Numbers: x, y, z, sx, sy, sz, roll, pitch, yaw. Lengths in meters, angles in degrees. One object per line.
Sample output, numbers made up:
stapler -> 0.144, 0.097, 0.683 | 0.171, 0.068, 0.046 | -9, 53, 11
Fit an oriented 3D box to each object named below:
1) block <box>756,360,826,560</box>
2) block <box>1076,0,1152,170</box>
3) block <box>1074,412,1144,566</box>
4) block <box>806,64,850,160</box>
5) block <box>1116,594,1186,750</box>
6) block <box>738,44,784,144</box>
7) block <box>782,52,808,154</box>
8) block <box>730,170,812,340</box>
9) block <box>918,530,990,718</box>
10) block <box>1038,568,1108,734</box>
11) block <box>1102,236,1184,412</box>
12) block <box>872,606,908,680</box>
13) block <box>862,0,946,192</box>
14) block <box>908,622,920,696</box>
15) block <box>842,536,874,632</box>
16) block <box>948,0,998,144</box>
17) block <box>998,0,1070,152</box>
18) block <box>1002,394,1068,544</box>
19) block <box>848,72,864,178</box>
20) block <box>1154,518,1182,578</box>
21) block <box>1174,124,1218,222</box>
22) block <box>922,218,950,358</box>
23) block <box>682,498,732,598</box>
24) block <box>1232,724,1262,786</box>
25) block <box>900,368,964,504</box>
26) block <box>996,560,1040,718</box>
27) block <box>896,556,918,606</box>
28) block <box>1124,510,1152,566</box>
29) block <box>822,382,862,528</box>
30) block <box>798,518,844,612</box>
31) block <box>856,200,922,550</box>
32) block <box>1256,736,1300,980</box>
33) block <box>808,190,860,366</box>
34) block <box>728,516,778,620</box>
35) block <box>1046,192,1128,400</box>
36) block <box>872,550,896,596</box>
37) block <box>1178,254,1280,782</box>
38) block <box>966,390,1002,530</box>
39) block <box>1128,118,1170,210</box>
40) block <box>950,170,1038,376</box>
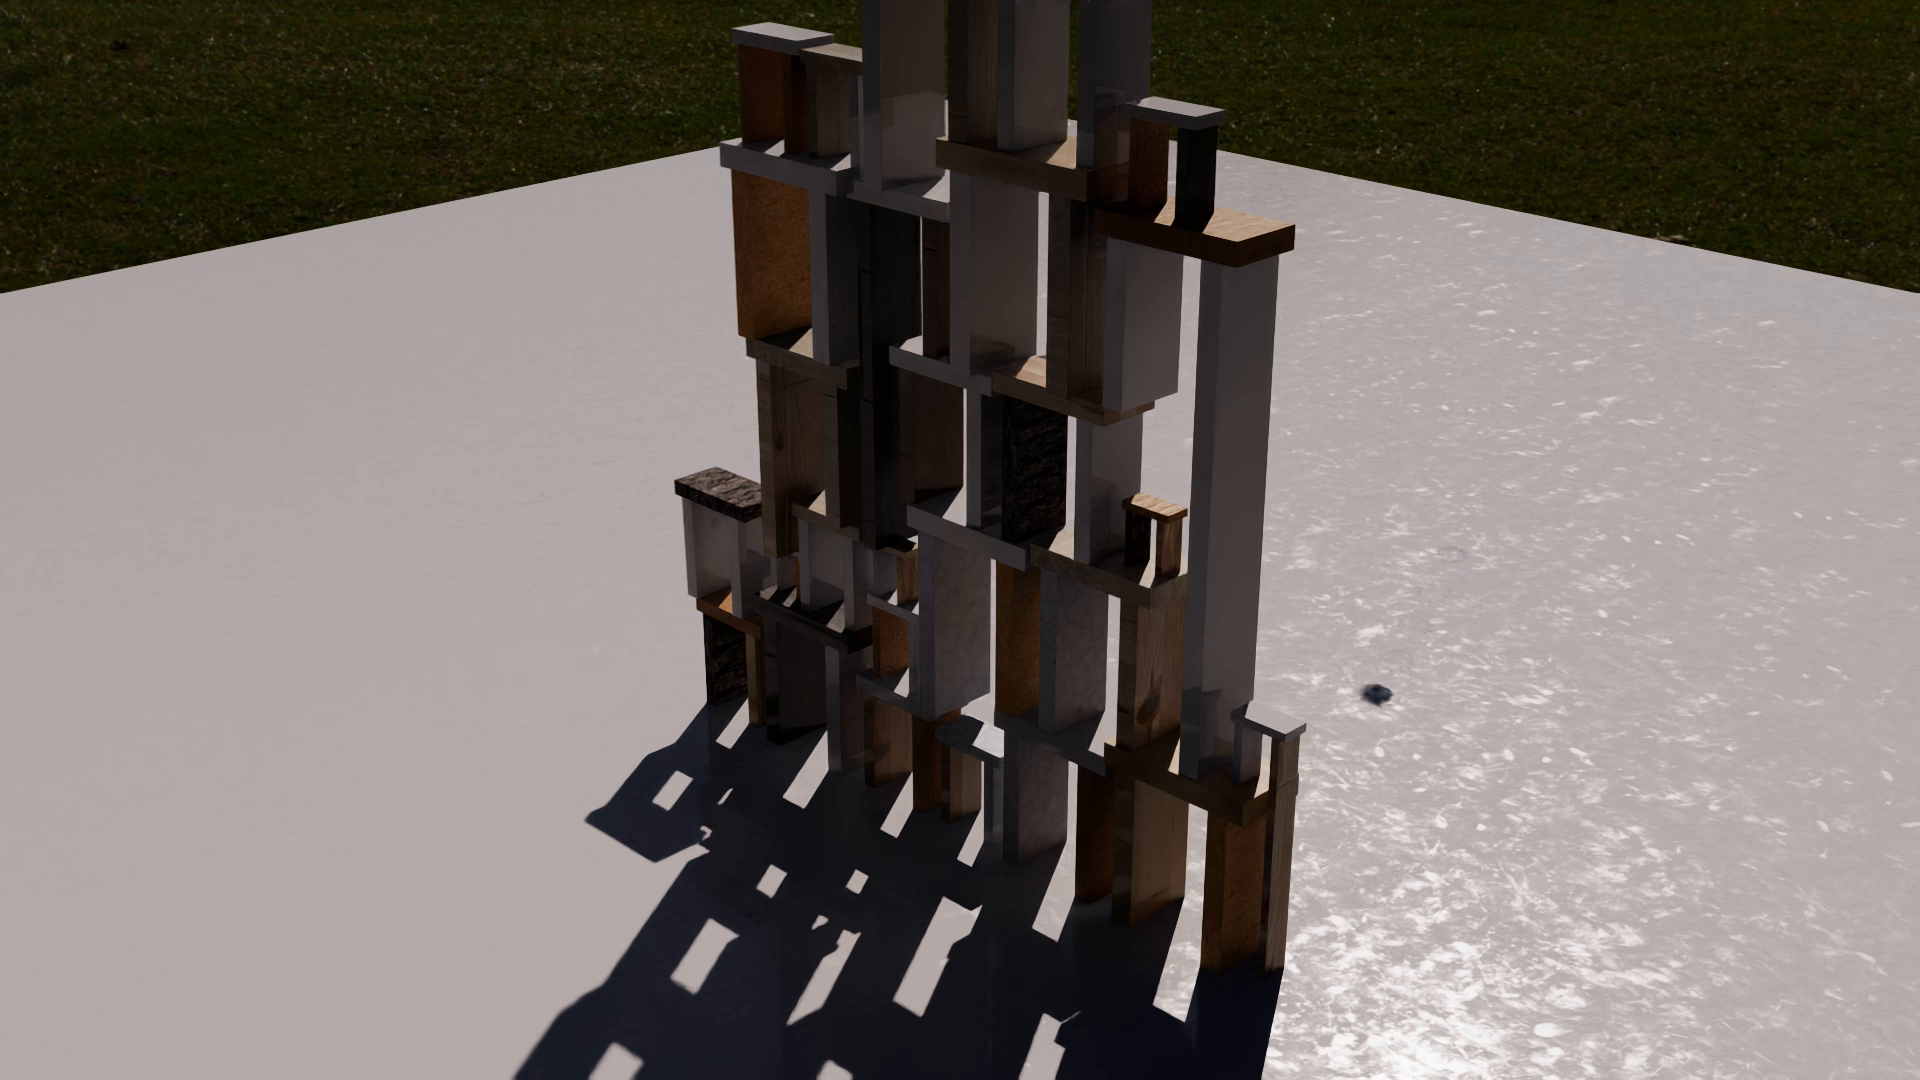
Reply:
block -> -0.341, -0.182, 4.514 | 0.042, 0.423, 0.149 | 21, 31, 40
block -> 0.254, -0.757, 3.620 | 0.039, 0.272, 0.136 | 21, 31, 40
block -> 0.262, -0.101, 3.892 | 0.038, 0.267, 0.134 | 21, 31, 41
block -> -0.245, -0.811, 4.137 | 0.025, 0.176, 0.088 | 21, 31, 40
block -> 0.346, 0.221, 3.946 | 0.041, 0.286, 0.143 | 21, 31, 41
block -> -0.381, -0.871, 4.259 | 0.027, 0.189, 0.094 | 21, 31, 40
block -> -0.292, -0.836, 4.177 | 0.027, 0.189, 0.095 | 21, 31, 40
block -> -0.368, -0.582, 4.375 | 0.048, 0.338, 0.169 | 21, 31, 40
block -> -0.010, 0.143, 4.297 | 0.044, 0.387, 0.155 | 21, 31, 41
block -> 0.211, 0.186, 4.078 | 0.041, 0.325, 0.143 | 21, 31, 41
block -> 0.311, -0.379, 3.726 | 0.042, 0.299, 0.149 | 22, 31, 40
block -> -0.141, 0.196, 4.465 | 0.079, 0.158, 0.022 | -21, 31, -41
block -> -0.101, -0.863, 3.959 | 0.046, 0.442, 0.161 | 21, 31, 40
block -> -0.066, 0.225, 4.397 | 0.022, 0.157, 0.079 | 21, 31, 41
block -> -0.188, 0.075, 4.462 | 0.102, 0.203, 0.029 | -21, 31, -41
block -> 0.052, -0.860, 3.797 | 0.046, 0.322, 0.161 | 21, 31, 40
block -> 0.125, -0.807, 3.738 | 0.039, 0.272, 0.136 | 21, 31, 40
block -> 0.136, -0.145, 4.010 | 0.038, 0.280, 0.134 | 21, 31, 40
block -> -0.163, -0.772, 4.065 | 0.025, 0.192, 0.088 | 21, 31, 40
block -> 0.365, 0.009, 3.839 | 0.015, 0.105, 0.053 | 21, 31, 41
block -> 0.382, -0.598, 3.557 | 0.021, 0.150, 0.075 | 21, 31, 41
block -> -0.010, -0.475, 4.038 | 0.037, 0.260, 0.130 | 21, 31, 40
block -> -0.547, 0.002, 4.822 | 0.033, 0.231, 0.116 | 20, 30, 41
block -> 0.501, 0.362, 3.827 | 0.059, 0.118, 0.017 | -21, 31, -41
block -> -0.053, -0.214, 4.191 | 0.038, 0.266, 0.133 | 21, 31, 41
block -> 0.136, 0.165, 4.148 | 0.044, 0.310, 0.155 | 21, 31, 40
block -> -0.102, 0.074, 4.363 | 0.015, 0.103, 0.051 | 21, 31, 41
block -> 0.315, -0.010, 3.885 | 0.015, 0.105, 0.053 | 21, 31, 40
block -> -0.200, -0.185, 4.361 | 0.042, 0.298, 0.149 | 21, 31, 41
block -> -0.284, 0.038, 4.551 | 0.029, 0.203, 0.102 | 21, 31, 41
block -> -0.133, -0.322, 4.236 | 0.037, 0.697, 0.130 | 21, 31, 40
block -> 0.557, 0.551, 3.846 | 0.017, 0.481, 0.059 | 21, 31, 41
block -> -0.208, -0.520, 4.229 | 0.048, 0.338, 0.169 | 21, 31, 40
block -> -0.438, 0.044, 4.721 | 0.116, 0.231, 0.033 | -21, 30, -40
block -> 0.229, -0.435, 3.788 | 0.050, 0.353, 0.176 | 21, 31, 41
block -> -0.150, 0.056, 4.407 | 0.015, 0.103, 0.051 | 21, 31, 41
block -> 0.452, -0.033, 3.719 | 0.149, 0.931, 0.042 | -21, 31, -41
block -> 0.072, -0.165, 4.076 | 0.038, 0.266, 0.133 | 21, 31, 41
block -> 0.311, -0.625, 3.622 | 0.021, 0.150, 0.075 | 21, 31, 41
block -> 0.061, -0.493, 3.943 | 0.050, 0.367, 0.176 | 21, 31, 40
